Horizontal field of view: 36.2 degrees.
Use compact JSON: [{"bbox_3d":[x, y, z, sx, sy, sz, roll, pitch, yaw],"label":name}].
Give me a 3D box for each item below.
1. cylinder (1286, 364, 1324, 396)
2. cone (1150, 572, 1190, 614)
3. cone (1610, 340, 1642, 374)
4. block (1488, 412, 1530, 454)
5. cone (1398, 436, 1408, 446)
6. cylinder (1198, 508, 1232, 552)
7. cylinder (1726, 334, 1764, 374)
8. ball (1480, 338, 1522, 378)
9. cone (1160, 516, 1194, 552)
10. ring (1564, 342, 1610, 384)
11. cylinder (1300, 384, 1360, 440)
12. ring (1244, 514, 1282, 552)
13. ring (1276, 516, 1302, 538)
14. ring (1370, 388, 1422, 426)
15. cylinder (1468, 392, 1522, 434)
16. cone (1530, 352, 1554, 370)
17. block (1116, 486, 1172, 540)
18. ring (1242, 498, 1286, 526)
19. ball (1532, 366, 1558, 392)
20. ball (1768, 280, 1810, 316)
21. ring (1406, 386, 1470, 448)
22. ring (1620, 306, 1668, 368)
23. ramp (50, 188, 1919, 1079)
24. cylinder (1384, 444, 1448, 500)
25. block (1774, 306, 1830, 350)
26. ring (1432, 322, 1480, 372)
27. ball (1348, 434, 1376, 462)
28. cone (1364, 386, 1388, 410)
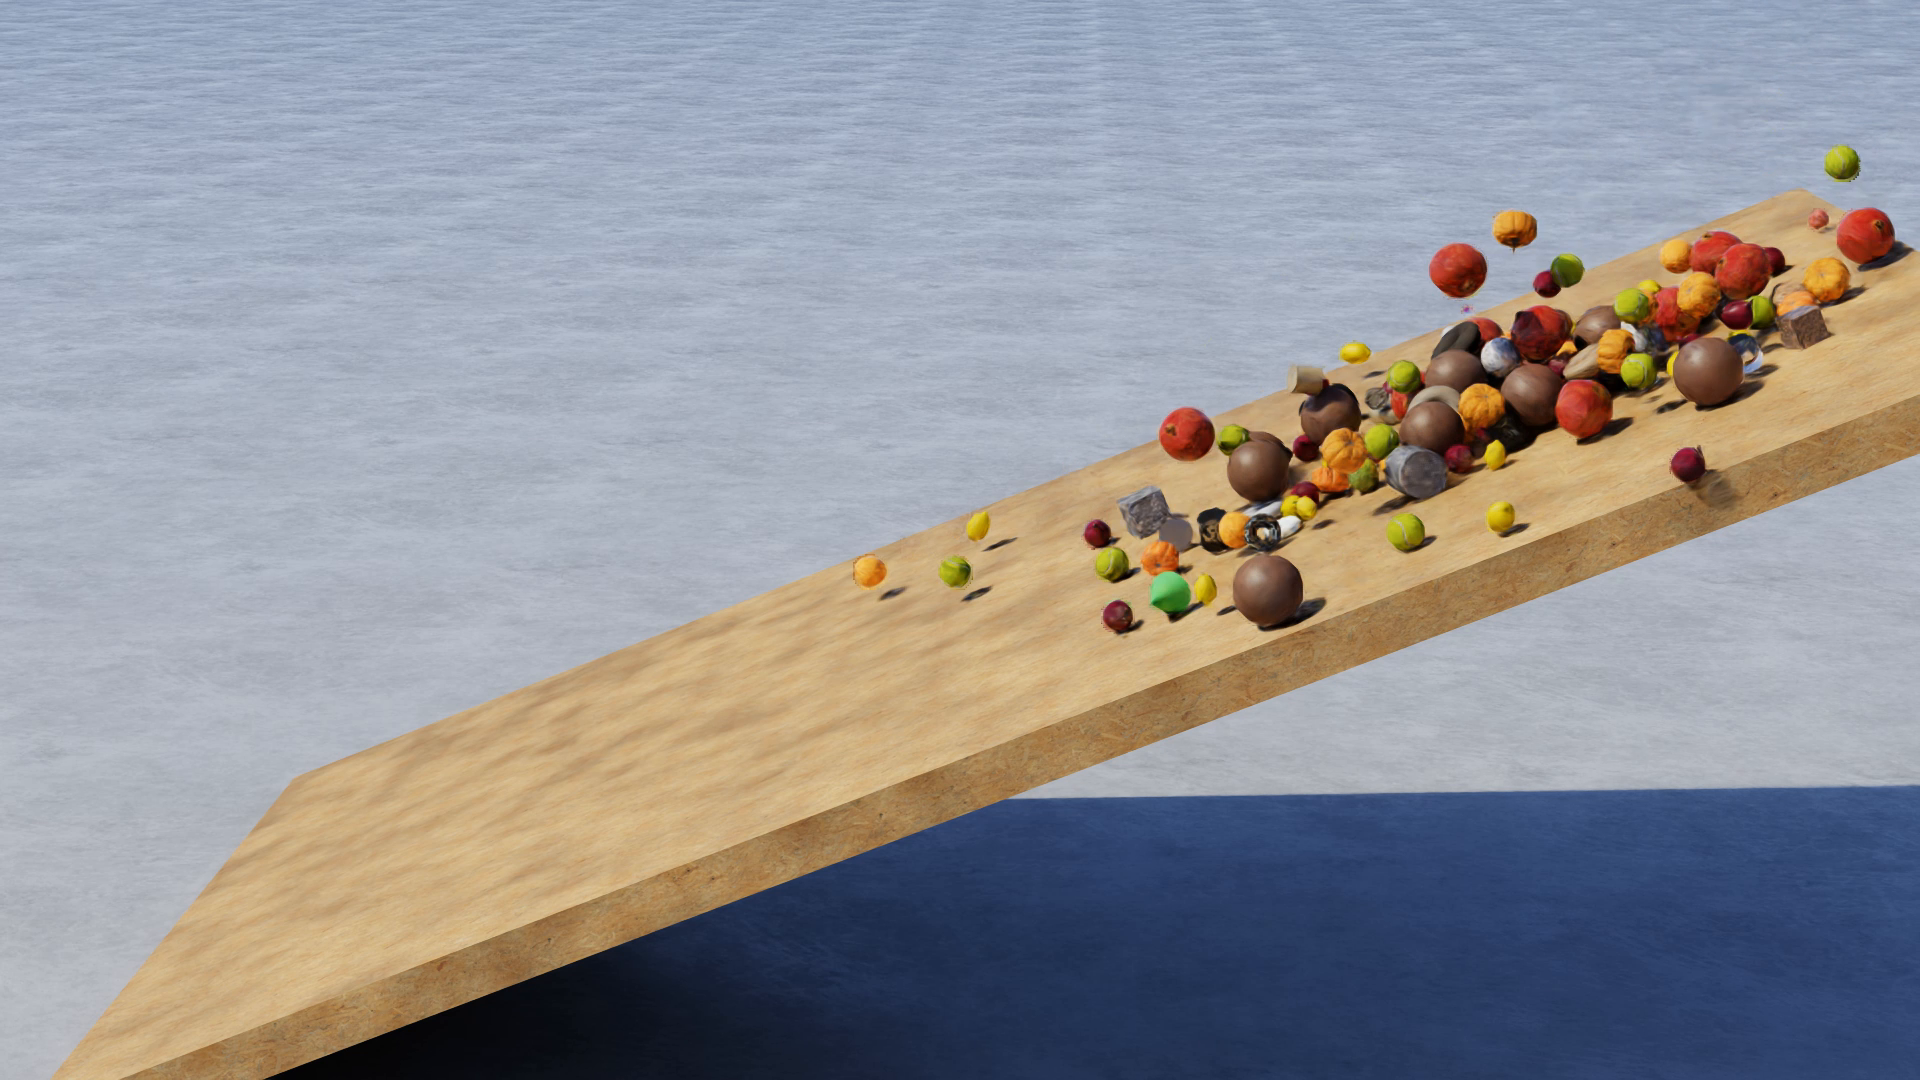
[{"bbox_3d":[0.733,-0.340,6.245,0.060,0.060,0.060,5,13,-14],"label":"cylinder"},{"bbox_3d":[0.382,0.111,5.606,0.085,0.085,0.085,9,17,31],"label":"cone"},{"bbox_3d":[1.356,-0.381,6.010,0.065,0.065,0.065,-15,19,6],"label":"cone"},{"bbox_3d":[1.081,-0.210,5.795,0.055,0.055,0.055,-30,6,26],"label":"block"},{"bbox_3d":[0.905,-0.183,5.981,0.067,0.067,0.067,-23,4,1],"label":"cone"},{"bbox_3d":[0.515,-0.020,5.942,0.063,0.063,0.063,-9,34,6],"label":"cylinder"},{"bbox_3d":[1.493,-0.355,5.598,0.059,0.059,0.059,8,-11,29],"label":"cylinder"},{"bbox_3d":[1.113,-0.376,6.054,0.083,0.083,0.083,0,14,0],"label":"ball"},{"bbox_3d":[0.436,-0.020,6.088,0.074,0.074,0.074,-4,13,-14],"label":"cone"},{"bbox_3d":[1.252,-0.354,5.873,0.107,0.036,0.107,-39,10,8],"label":"ring"},{"bbox_3d":[0.820,-0.286,6.530,0.093,0.093,0.093,-30,29,-30],"label":"cylinder"},{"bbox_3d":[0.597,-0.014,5.803,0.076,0.076,0.025,-3,-4,-11],"label":"ring"},{"bbox_3d":[0.645,-0.024,5.886,0.081,0.027,0.081,-23,11,5],"label":"ring"},{"bbox_3d":[0.959,-0.291,6.417,0.136,0.045,0.136,-22,14,6],"label":"ring"},{"bbox_3d":[1.086,-0.256,5.959,0.077,0.077,0.077,-11,3,-38],"label":"cylinder"},{"bbox_3d":[1.230,-0.357,6.174,0.052,0.052,0.052,-4,58,-16],"label":"cone"},{"bbox_3d":[0.401,-0.060,6.352,0.082,0.082,0.082,-25,12,-9],"label":"block"},{"bbox_3d":[0.624,-0.055,6.046,0.097,0.032,0.097,-24,11,5],"label":"ring"},{"bbox_3d":[1.218,-0.336,6.121,0.052,0.052,0.052,0,14,0],"label":"ball"},{"bbox_3d":[1.656,-0.479,5.873,0.079,0.079,0.079,0,14,0],"label":"ball"},{"bbox_3d":[0.980,-0.253,6.022,0.130,0.130,0.043,4,-4,15],"label":"ring"},{"bbox_3d":[1.383,-0.410,5.944,0.046,0.137,0.137,-30,-3,31],"label":"ring"},{"bbox_3d":[0.126,0.173,6.289,4.000,0.100,2.000,-21,12,7],"label":"ramp"},{"bbox_3d":[0.889,-0.134,5.742,0.096,0.096,0.096,-3,9,-11],"label":"cylinder"},{"bbox_3d":[1.623,-0.409,5.670,0.064,0.064,0.064,-25,12,-10],"label":"block"},{"bbox_3d":[1.044,-0.407,6.193,0.042,0.125,0.125,40,7,-13],"label":"ring"},{"bbox_3d":[0.845,-0.194,6.176,0.059,0.059,0.059,0,14,0],"label":"ball"},{"bbox_3d":[0.904,-0.307,6.381,0.050,0.050,0.050,2,3,10],"label":"cone"}]
